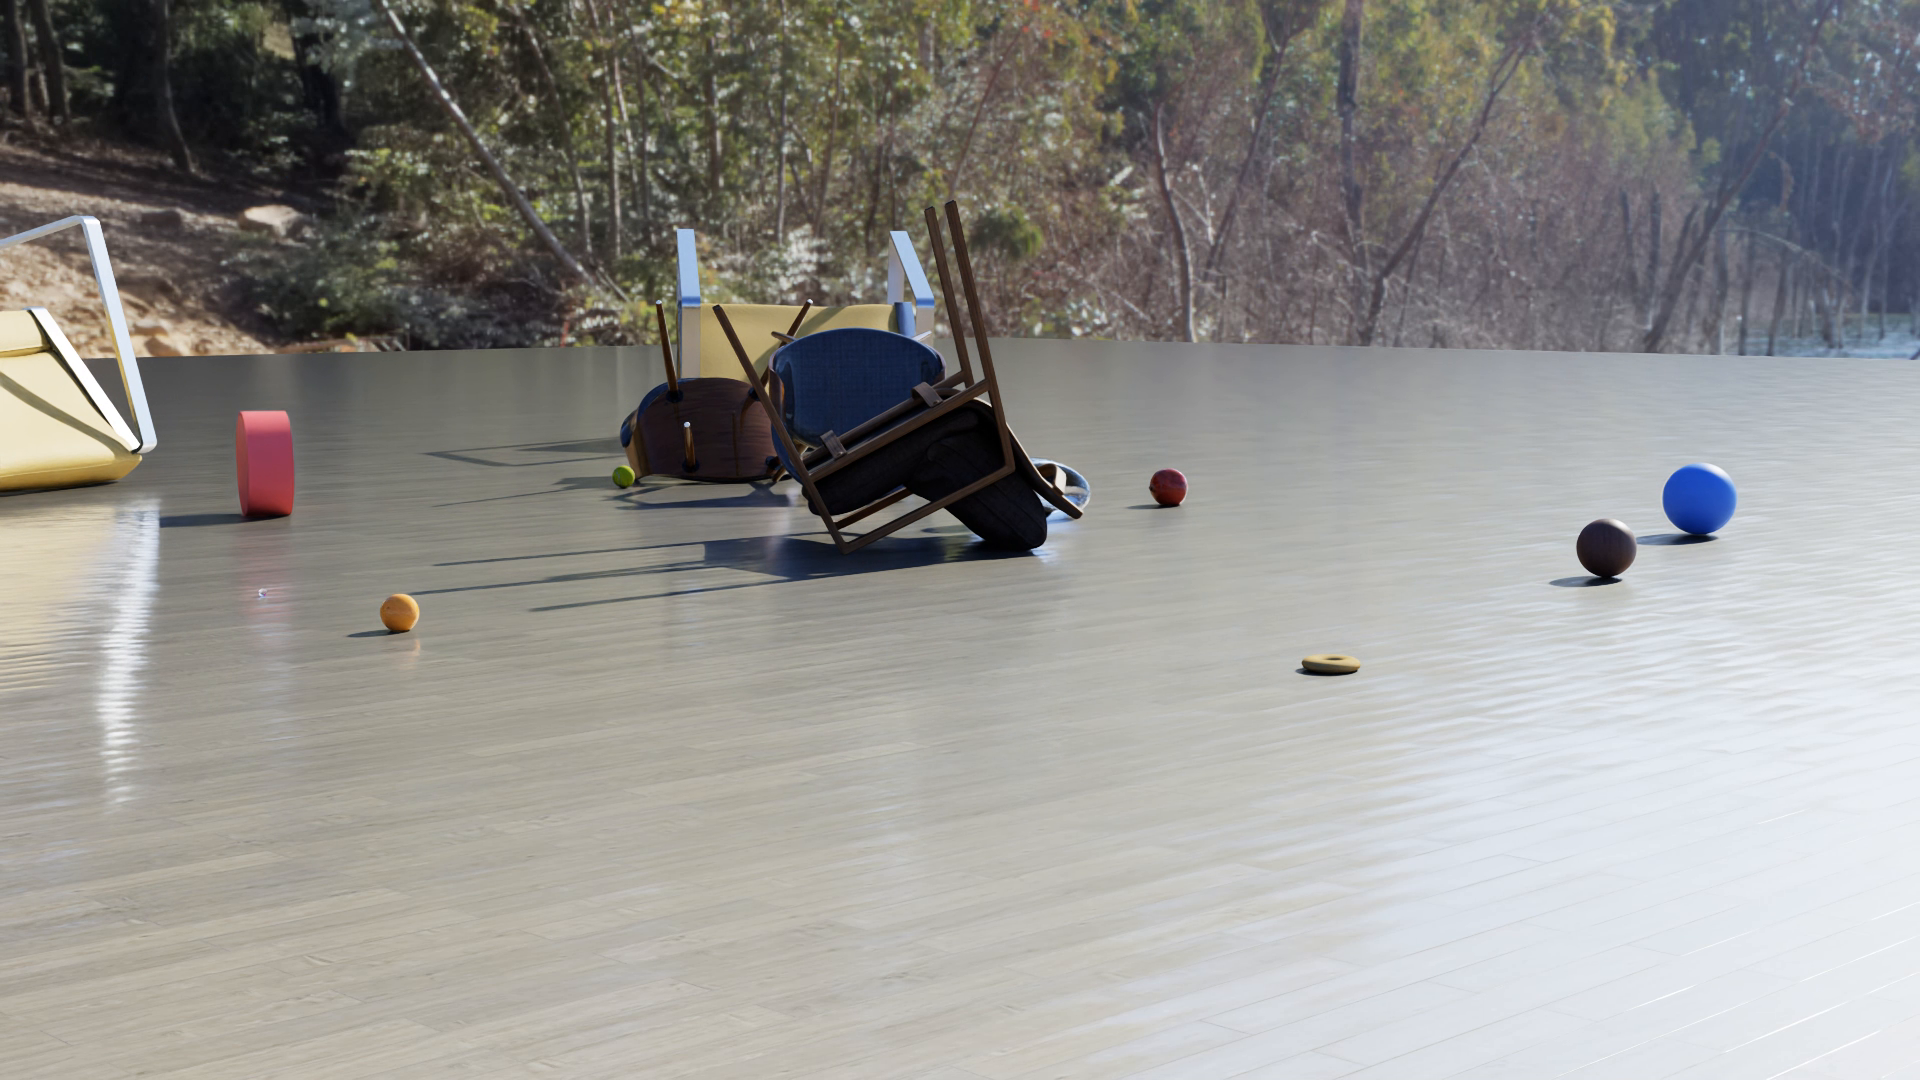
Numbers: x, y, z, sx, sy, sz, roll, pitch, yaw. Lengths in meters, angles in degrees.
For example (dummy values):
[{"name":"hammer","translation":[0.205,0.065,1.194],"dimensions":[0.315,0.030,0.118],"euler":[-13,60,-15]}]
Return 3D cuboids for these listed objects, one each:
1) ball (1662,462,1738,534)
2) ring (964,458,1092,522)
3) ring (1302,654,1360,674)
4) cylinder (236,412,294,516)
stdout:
[{"name":"ball","translation":[1.884,-0.105,6.535],"dimensions":[0.184,0.184,0.184],"euler":[0,6,0]},{"name":"ring","translation":[0.185,-0.134,6.897],"dimensions":[0.420,0.173,0.153],"euler":[6,-11,-45]},{"name":"ring","translation":[0.622,0.207,4.300],"dimensions":[0.098,0.021,0.113],"euler":[3,6,17]},{"name":"cylinder","translation":[-1.918,-0.212,7.076],"dimensions":[0.119,0.298,0.271],"euler":[-2,-36,-22]}]
